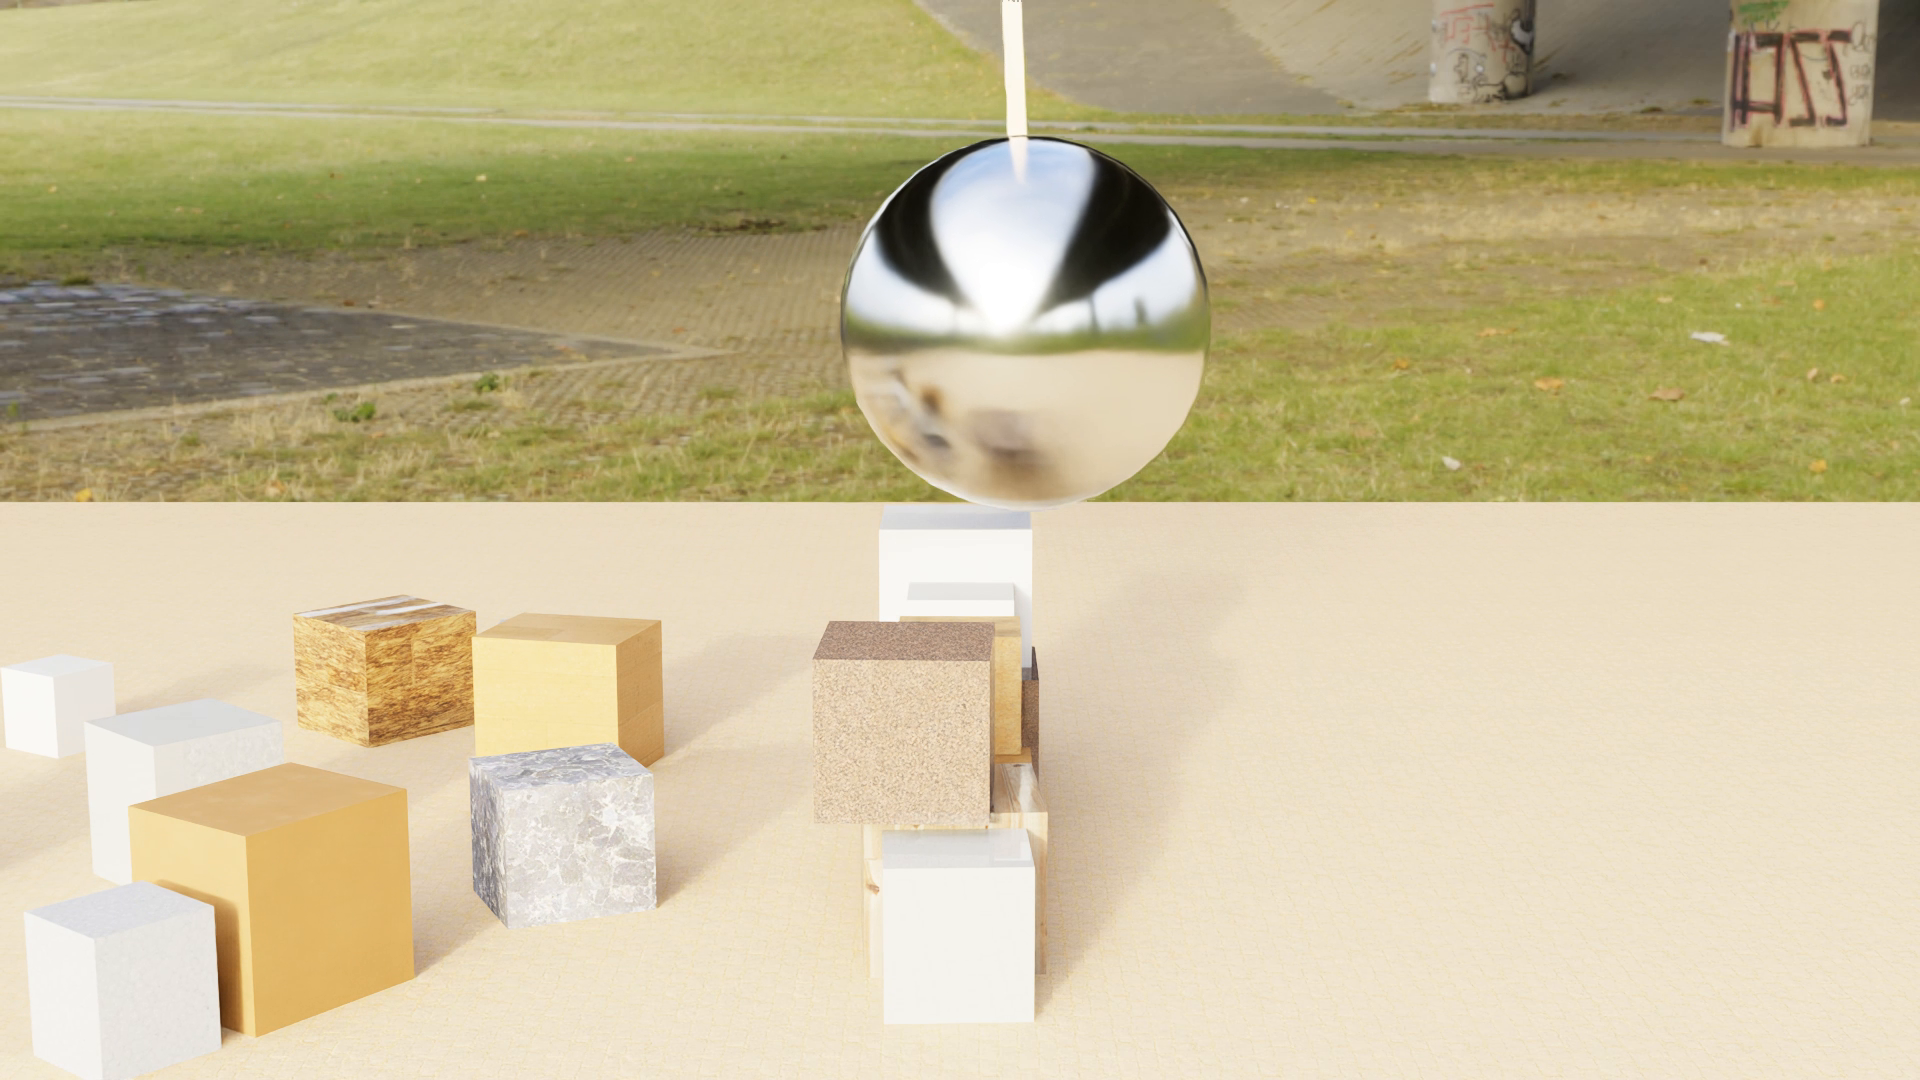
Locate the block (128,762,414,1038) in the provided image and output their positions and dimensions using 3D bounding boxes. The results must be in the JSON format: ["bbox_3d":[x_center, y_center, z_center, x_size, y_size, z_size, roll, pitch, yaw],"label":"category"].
[{"bbox_3d":[-2.649,1.366,9.901,0.683,0.770,0.778,7,13,35],"label":"block"}]

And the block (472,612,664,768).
[{"bbox_3d":[-1.995,0.805,13.123,0.773,0.721,0.618,3,11,15],"label":"block"}]

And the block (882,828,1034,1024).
[{"bbox_3d":[-0.013,1.468,9.803,0.562,0.604,0.500,0,10,-2],"label":"block"}]

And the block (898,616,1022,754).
[{"bbox_3d":[-0.003,0.639,11.393,0.543,0.520,0.518,0,8,1],"label":"block"}]

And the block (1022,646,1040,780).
[{"bbox_3d":[0.002,0.952,12.239,0.726,0.749,0.718,0,10,0],"label":"block"}]

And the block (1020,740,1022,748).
[{"bbox_3d":[0.000,1.184,11.637,0.559,0.506,0.531,0,10,0],"label":"block"}]

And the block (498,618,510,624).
[{"bbox_3d":[-2.565,0.648,15.138,0.310,0.310,0.301,-1,10,-4],"label":"block"}]

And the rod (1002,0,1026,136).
[{"bbox_3d":[0.121,-4.269,10.404,0.080,5.200,0.080,-3,10,0],"label":"rod"}]

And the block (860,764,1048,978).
[{"bbox_3d":[-0.038,1.328,10.410,0.718,0.663,0.730,-1,10,-3],"label":"block"}]

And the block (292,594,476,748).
[{"bbox_3d":[-3.117,0.701,13.950,0.673,0.629,0.715,9,14,42],"label":"block"}]

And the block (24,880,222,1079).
[{"bbox_3d":[-3.024,1.594,9.275,0.465,0.545,0.478,9,14,40],"label":"block"}]

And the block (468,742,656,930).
[{"bbox_3d":[-1.706,1.256,10.995,0.643,0.595,0.580,-5,11,-24],"label":"block"}]

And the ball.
[{"bbox_3d":[0.279,-0.928,11.012,1.600,1.600,1.600,0,10,0],"label":"ball"}]

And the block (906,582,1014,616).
[{"bbox_3d":[0.004,0.436,11.842,0.485,0.408,0.421,0,10,1],"label":"block"}]

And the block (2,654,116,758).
[{"bbox_3d":[-4.755,0.874,13.550,0.416,0.433,0.380,7,12,32],"label":"block"}]

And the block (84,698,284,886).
[{"bbox_3d":[-3.419,1.140,11.350,0.616,0.696,0.615,10,14,44],"label":"block"}]

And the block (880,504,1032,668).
[{"bbox_3d":[-0.017,0.213,12.375,0.714,0.657,0.707,0,10,1],"label":"block"}]

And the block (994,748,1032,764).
[{"bbox_3d":[0.006,1.249,11.079,0.606,0.578,0.572,0,10,0],"label":"block"}]

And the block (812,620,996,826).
[{"bbox_3d":[-0.210,0.712,10.140,0.675,0.646,0.705,0,10,2],"label":"block"}]
